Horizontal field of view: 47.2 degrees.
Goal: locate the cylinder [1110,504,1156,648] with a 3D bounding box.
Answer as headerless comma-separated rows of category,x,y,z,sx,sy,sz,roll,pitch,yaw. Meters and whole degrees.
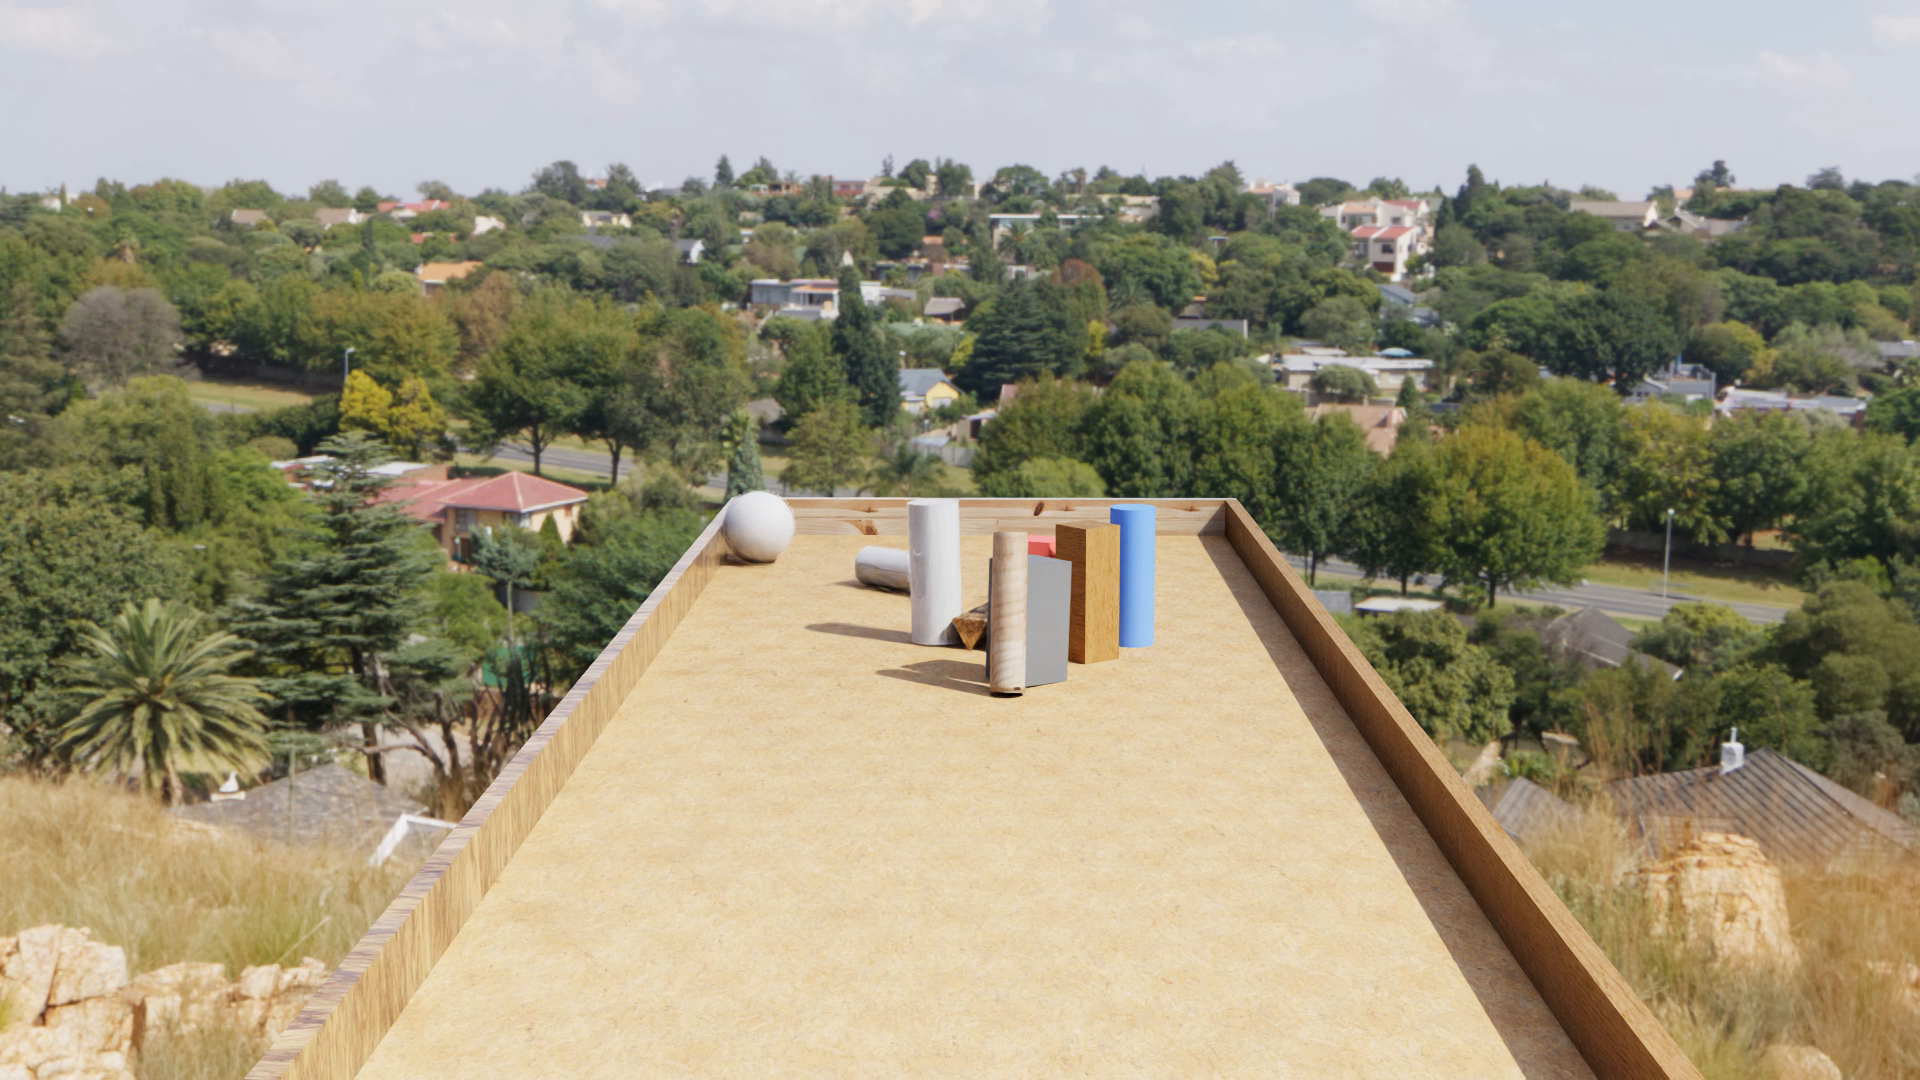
cylinder,0.542,0.111,6.919,0.142,0.434,0.142,0,9,0

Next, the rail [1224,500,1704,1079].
rail,1.046,0.843,3.208,0.050,0.150,12.000,0,9,1

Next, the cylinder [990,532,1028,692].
cylinder,0.139,0.205,6.239,0.101,0.452,0.101,1,-2,0

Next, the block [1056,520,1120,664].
block,0.388,0.157,6.699,0.138,0.413,0.138,-7,12,-38

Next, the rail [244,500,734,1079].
rail,-1.004,0.839,3.234,0.050,0.150,12.000,0,9,1

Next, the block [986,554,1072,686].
block,0.199,0.232,6.402,0.169,0.352,0.169,-4,10,-39

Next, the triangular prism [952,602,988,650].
triangular prism,0.110,0.247,6.994,0.097,0.111,0.371,-30,-3,24

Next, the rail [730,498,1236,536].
rail,0.099,-0.098,9.147,2.100,0.150,0.050,0,9,1

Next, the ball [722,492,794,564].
ball,-0.773,-0.048,8.431,0.276,0.276,0.276,0,9,0

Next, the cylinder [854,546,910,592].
cylinder,-0.200,0.112,7.856,0.364,0.141,0.141,8,12,42

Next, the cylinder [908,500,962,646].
cylinder,-0.078,0.100,6.941,0.162,0.444,0.162,-2,8,0

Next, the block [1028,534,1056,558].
block,0.233,0.161,6.905,0.168,0.334,0.168,4,7,25
